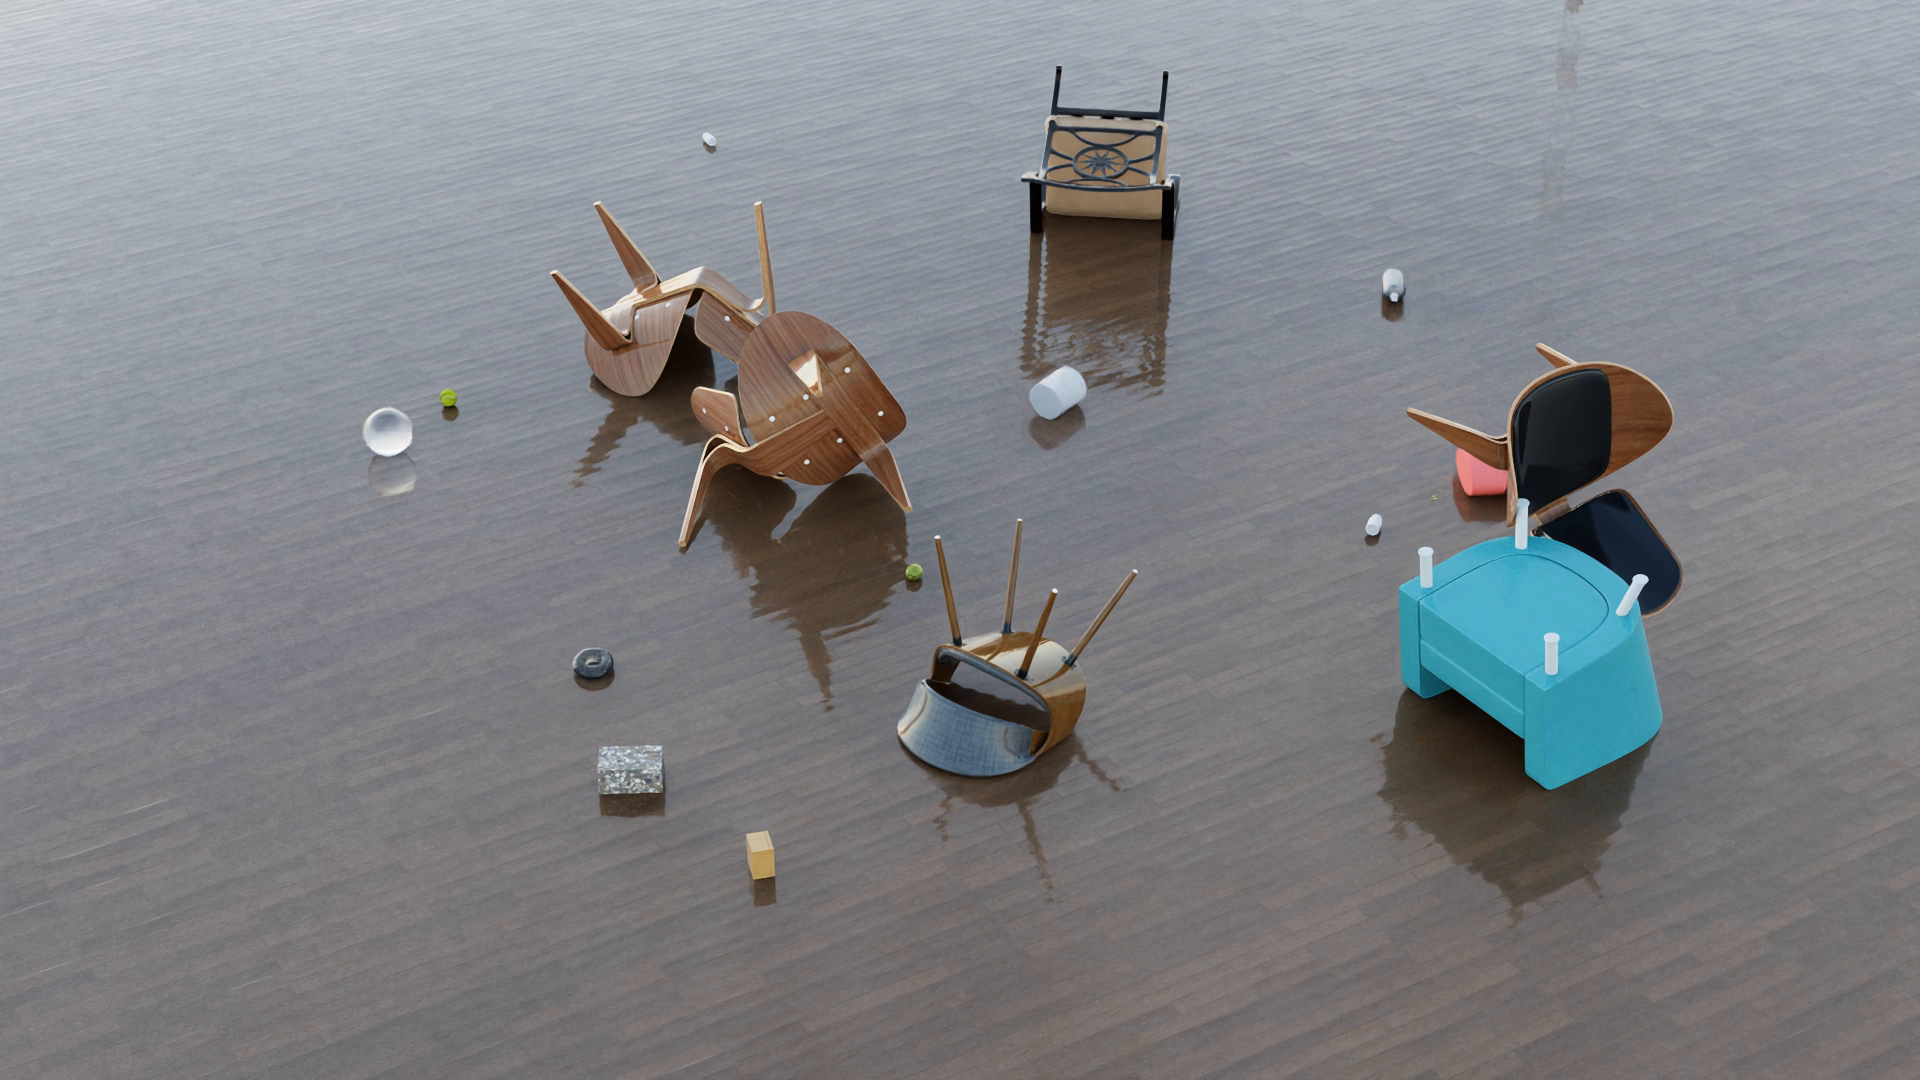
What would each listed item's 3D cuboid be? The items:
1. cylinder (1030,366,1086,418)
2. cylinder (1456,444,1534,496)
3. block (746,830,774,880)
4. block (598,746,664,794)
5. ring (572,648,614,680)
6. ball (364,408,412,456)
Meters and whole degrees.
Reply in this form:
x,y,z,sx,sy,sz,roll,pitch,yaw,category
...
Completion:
x,y,z,sx,sy,sz,roll,pitch,yaw,category
0.391,-0.588,11.700,0.155,0.150,0.175,32,44,23,cylinder
2.050,-0.269,11.234,0.241,0.129,0.252,-3,38,-5,cylinder
-0.634,1.002,9.323,0.069,0.111,0.094,-8,34,-13,block
-1.088,0.760,9.702,0.209,0.099,0.127,-1,33,-2,block
-1.282,0.433,10.244,0.144,0.049,0.159,-8,35,-10,ring
-2.227,-0.420,11.410,0.188,0.188,0.188,0,33,0,ball
